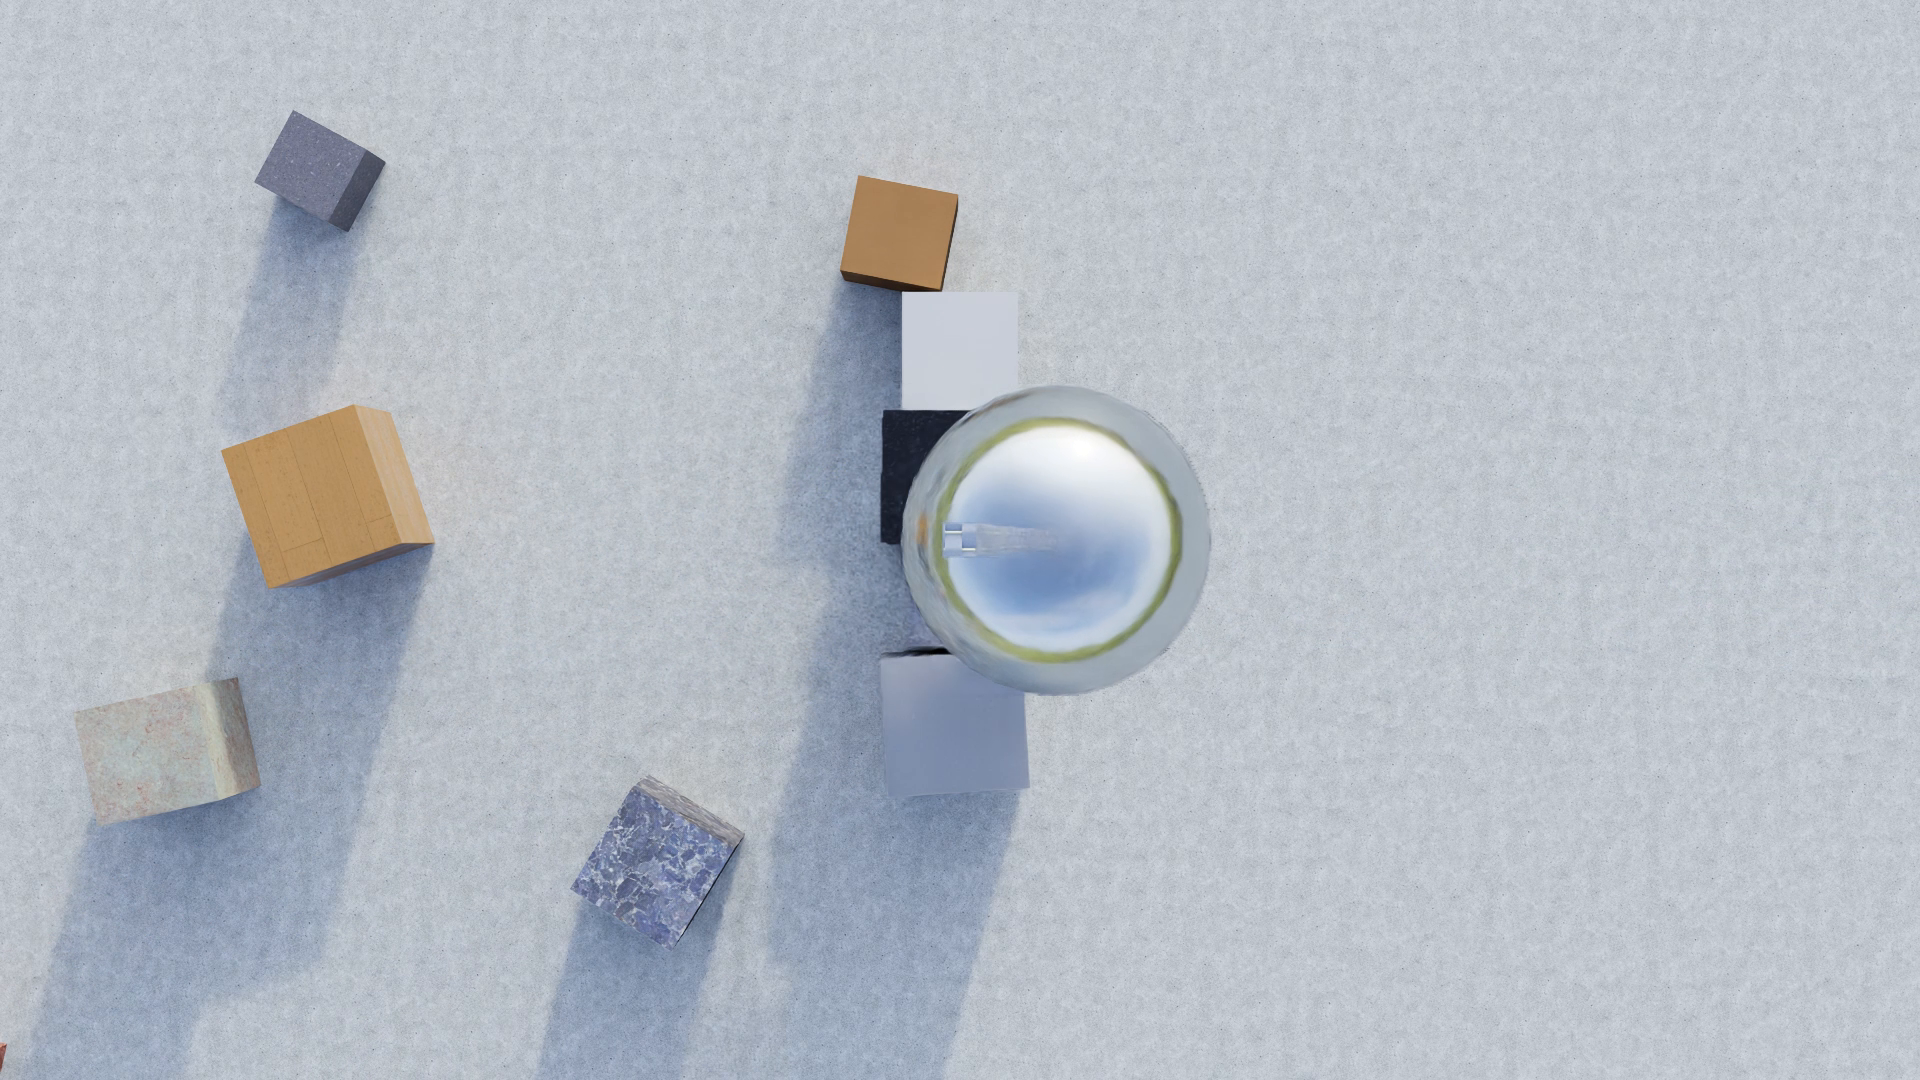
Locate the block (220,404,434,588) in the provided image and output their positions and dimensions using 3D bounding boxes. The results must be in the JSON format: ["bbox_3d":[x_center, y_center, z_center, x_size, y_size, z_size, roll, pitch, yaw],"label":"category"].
[{"bbox_3d":[-3.605,-0.241,12.610,0.784,0.781,0.815,-19,90,0],"label":"block"}]

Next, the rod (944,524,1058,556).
[{"bbox_3d":[0.214,0.000,7.941,0.080,5.200,0.080,0,90,5],"label":"rod"}]

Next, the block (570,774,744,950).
[{"bbox_3d":[-1.729,1.847,12.671,0.669,0.657,0.671,31,90,0],"label":"block"}]

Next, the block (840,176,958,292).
[{"bbox_3d":[-0.346,-1.747,12.742,0.579,0.517,0.549,11,90,0],"label":"block"}]

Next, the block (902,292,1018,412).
[{"bbox_3d":[0.000,-1.059,12.672,0.650,0.656,0.666,0,90,0],"label":"block"}]

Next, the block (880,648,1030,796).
[{"bbox_3d":[-0.030,1.029,12.671,0.800,0.657,0.778,-4,90,0],"label":"block"}]

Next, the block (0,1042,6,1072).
[{"bbox_3d":[-5.913,3.174,12.778,0.461,0.444,0.505,13,90,0],"label":"block"}]

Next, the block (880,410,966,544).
[{"bbox_3d":[-0.046,-0.344,12.610,0.779,0.780,0.739,1,90,0],"label":"block"}]

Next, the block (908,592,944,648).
[{"bbox_3d":[-0.009,0.320,12.712,0.571,0.577,0.570,0,90,0],"label":"block"}]

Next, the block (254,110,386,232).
[{"bbox_3d":[-3.716,-2.140,12.789,0.480,0.422,0.472,28,90,0],"label":"block"}]

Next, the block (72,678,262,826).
[{"bbox_3d":[-4.538,1.205,12.628,0.692,0.743,0.655,-12,90,0],"label":"block"}]

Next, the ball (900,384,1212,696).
[{"bbox_3d":[0.493,0.000,11.329,1.600,1.600,1.600,0,90,0],"label":"ball"}]
